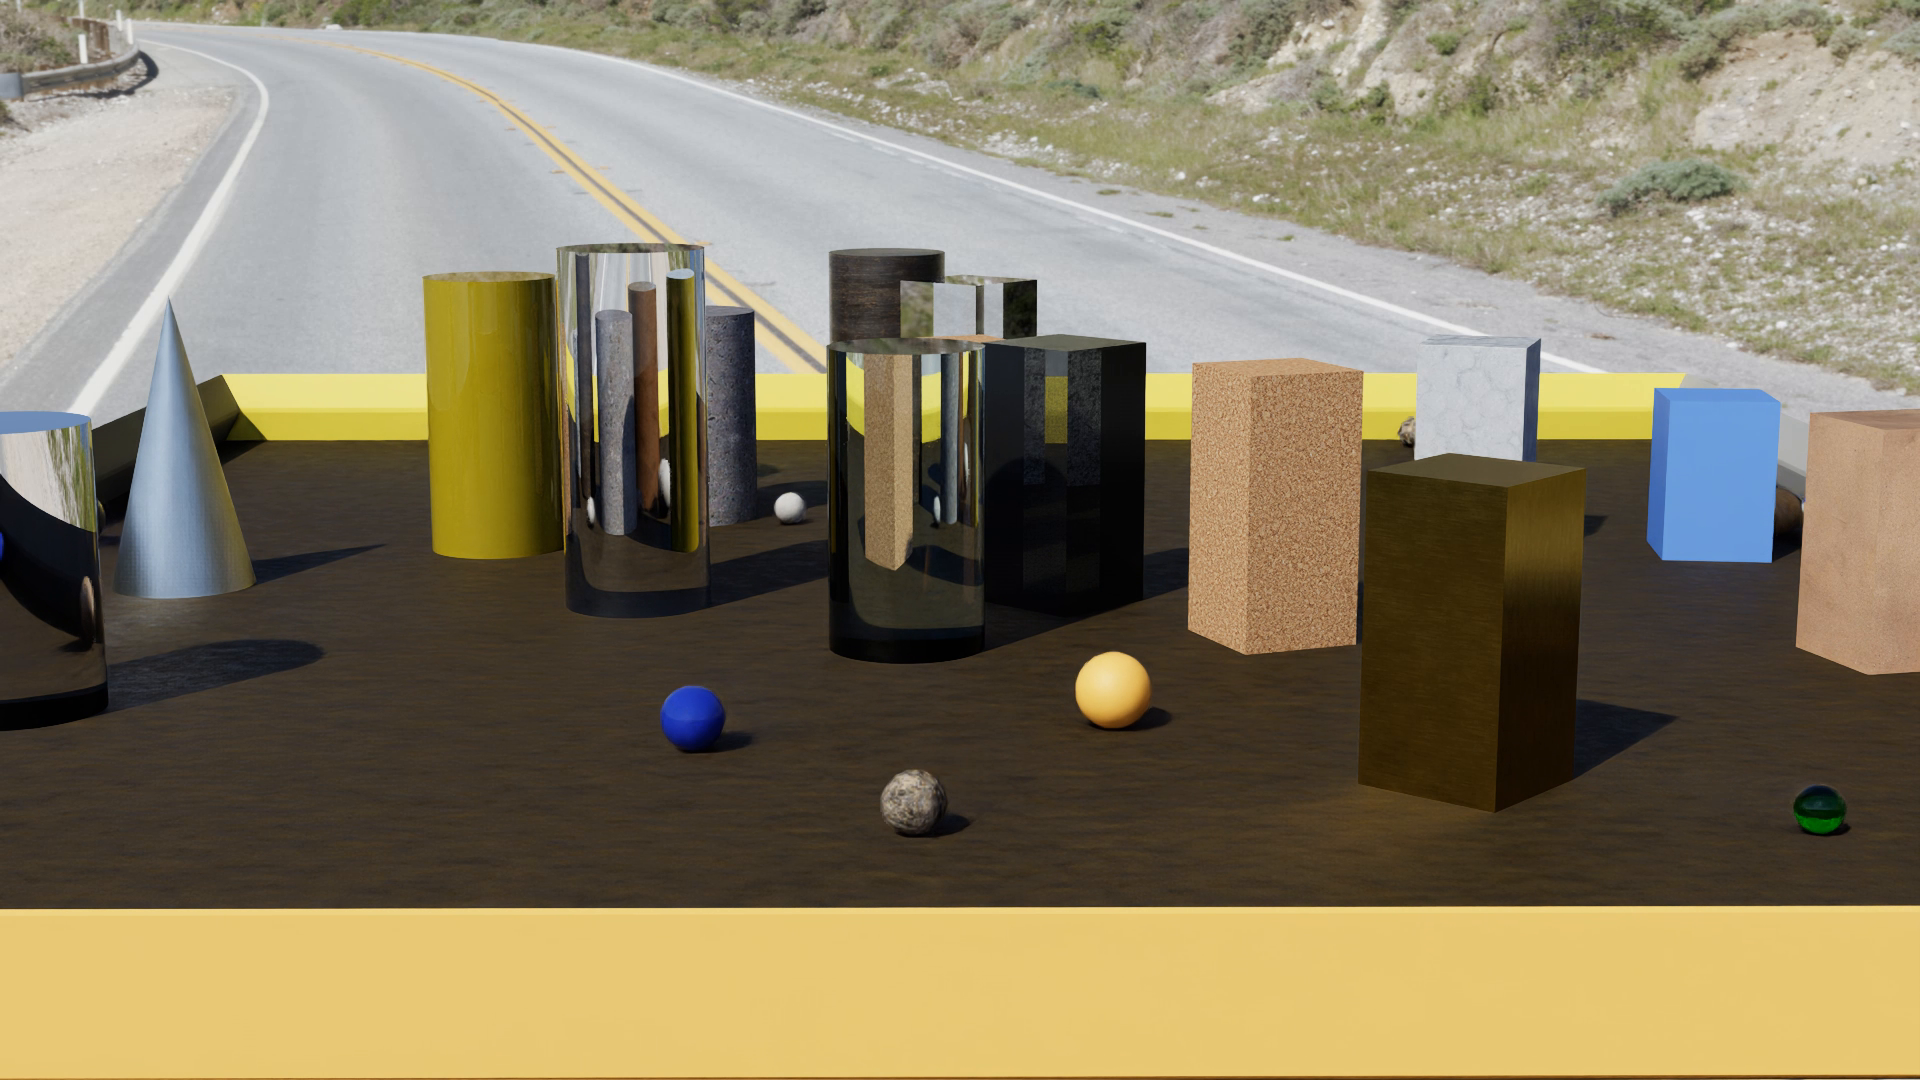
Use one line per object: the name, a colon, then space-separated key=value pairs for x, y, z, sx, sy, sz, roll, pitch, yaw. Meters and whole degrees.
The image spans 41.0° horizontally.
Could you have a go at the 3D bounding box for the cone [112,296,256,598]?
cone: x=-1.102 y=-0.140 z=3.610 sx=0.198 sy=0.412 sz=0.198 roll=0 pitch=10 yaw=0

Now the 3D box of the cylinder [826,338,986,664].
cylinder: x=-0.067 y=-0.053 z=3.225 sx=0.198 sy=0.382 sz=0.198 roll=0 pitch=10 yaw=0

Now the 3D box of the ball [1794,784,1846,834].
ball: x=0.825 y=0.258 z=2.462 sx=0.048 sy=0.048 sz=0.048 roll=0 pitch=10 yaw=0

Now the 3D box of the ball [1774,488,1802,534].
ball: x=1.281 y=-0.045 z=4.027 sx=0.075 sy=0.075 sz=0.075 roll=0 pitch=10 yaw=0

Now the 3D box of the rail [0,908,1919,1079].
rail: x=0.009 y=0.324 z=1.874 sx=2.877 sy=0.129 sz=0.045 roll=0 pitch=10 yaw=0

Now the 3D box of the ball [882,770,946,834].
ball: x=-0.044 y=0.251 z=2.458 sx=0.063 sy=0.063 sz=0.063 roll=0 pitch=10 yaw=0

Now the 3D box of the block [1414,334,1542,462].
block: x=0.780 y=-0.141 z=3.872 sx=0.159 sy=0.319 sz=0.159 roll=4 pitch=11 yaw=20

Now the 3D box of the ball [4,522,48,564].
ball: x=-1.379 y=0.005 z=3.791 sx=0.061 sy=0.061 sz=0.061 roll=0 pitch=10 yaw=0

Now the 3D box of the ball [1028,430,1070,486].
ball: x=0.144 y=-0.143 z=4.486 sx=0.099 sy=0.099 sz=0.099 roll=0 pitch=10 yaw=0

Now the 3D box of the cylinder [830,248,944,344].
cylinder: x=-0.125 y=-0.287 z=4.406 sx=0.198 sy=0.413 sz=0.198 roll=0 pitch=10 yaw=0

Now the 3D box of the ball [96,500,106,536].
ball: x=-1.353 y=-0.032 z=3.937 sx=0.081 sy=0.081 sz=0.081 roll=0 pitch=10 yaw=0

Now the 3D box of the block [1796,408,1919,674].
block: x=1.157 y=-0.001 z=3.172 sx=0.159 sy=0.299 sz=0.159 roll=-3 pitch=11 yaw=-14

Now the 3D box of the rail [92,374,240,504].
rail: x=-1.415 y=0.035 z=3.441 sx=0.045 sy=0.129 sz=3.250 roll=0 pitch=10 yaw=0

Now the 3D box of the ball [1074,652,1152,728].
ball: x=0.171 y=0.167 z=2.853 sx=0.085 sy=0.085 sz=0.085 roll=0 pitch=10 yaw=0

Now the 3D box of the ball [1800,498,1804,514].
ball: x=1.387 y=-0.055 z=4.160 sx=0.046 sy=0.046 sz=0.046 roll=0 pitch=10 yaw=0

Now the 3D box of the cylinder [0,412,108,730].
cylinder: x=-1.079 y=0.031 z=2.908 sx=0.198 sy=0.331 sz=0.198 roll=0 pitch=10 yaw=0

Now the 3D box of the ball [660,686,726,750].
ball: x=-0.288 y=0.192 z=2.759 sx=0.071 sy=0.071 sz=0.071 roll=0 pitch=10 yaw=0

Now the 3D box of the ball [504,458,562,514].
ball: x=-0.700 y=-0.088 z=4.205 sx=0.094 sy=0.094 sz=0.094 roll=0 pitch=10 yaw=0

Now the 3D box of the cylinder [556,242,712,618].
cylinder: x=-0.441 y=-0.152 z=3.475 sx=0.198 sy=0.485 sz=0.198 roll=0 pitch=10 yaw=0

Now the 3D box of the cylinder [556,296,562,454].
cylinder: x=-0.629 y=-0.253 z=4.351 sx=0.198 sy=0.364 sz=0.198 roll=0 pitch=10 yaw=0

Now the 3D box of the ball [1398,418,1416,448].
ball: x=0.873 y=-0.206 z=4.949 sx=0.056 sy=0.056 sz=0.056 roll=0 pitch=10 yaw=0

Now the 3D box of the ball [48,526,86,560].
ball: x=-1.330 y=0.005 z=3.820 sx=0.051 sy=0.051 sz=0.051 roll=0 pitch=10 yaw=0

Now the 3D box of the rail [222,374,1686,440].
rail: x=-0.009 y=-0.258 z=5.023 sx=2.877 sy=0.129 sz=0.045 roll=0 pitch=10 yaw=0

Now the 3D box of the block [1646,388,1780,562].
block: x=1.135 y=-0.100 z=3.871 sx=0.159 sy=0.239 sz=0.159 roll=1 pitch=11 yaw=7

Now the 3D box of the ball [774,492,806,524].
ball: x=-0.273 y=-0.051 z=4.122 sx=0.051 sy=0.051 sz=0.051 roll=0 pitch=10 yaw=0

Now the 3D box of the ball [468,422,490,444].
ball: x=-0.936 y=-0.206 z=4.983 sx=0.043 sy=0.043 sz=0.043 roll=0 pitch=10 yaw=0

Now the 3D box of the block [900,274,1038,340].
block: x=0.015 y=-0.237 z=4.219 sx=0.159 sy=0.381 sz=0.159 roll=9 pitch=14 yaw=39

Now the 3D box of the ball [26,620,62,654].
ball: x=-1.146 y=0.122 z=3.208 sx=0.043 sy=0.043 sz=0.043 roll=0 pitch=10 yaw=0

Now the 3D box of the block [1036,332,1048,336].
block: x=0.093 y=-0.238 z=4.591 sx=0.159 sy=0.249 sz=0.159 roll=-5 pitch=12 yaw=-27

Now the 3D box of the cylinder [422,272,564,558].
cylinder: x=-0.708 y=-0.193 z=3.893 sx=0.198 sy=0.413 sz=0.198 roll=0 pitch=10 yaw=0

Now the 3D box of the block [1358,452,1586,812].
block: x=0.520 y=0.089 z=2.612 sx=0.159 sy=0.326 sz=0.159 roll=9 pitch=14 yaw=40

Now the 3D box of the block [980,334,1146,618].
block: x=0.140 y=-0.092 z=3.503 sx=0.159 sy=0.357 sz=0.159 roll=10 pitch=15 yaw=43

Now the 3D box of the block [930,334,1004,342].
block: x=-0.003 y=-0.142 z=3.883 sx=0.159 sy=0.317 sz=0.159 roll=-5 pitch=12 yaw=-24

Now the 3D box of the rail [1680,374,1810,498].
rail: x=1.415 y=0.032 z=3.457 sx=0.045 sy=0.129 sz=3.250 roll=0 pitch=10 yaw=0

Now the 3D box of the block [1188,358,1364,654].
block: x=0.401 y=-0.047 z=3.280 sx=0.159 sy=0.350 sz=0.159 roll=-4 pitch=11 yaw=-22

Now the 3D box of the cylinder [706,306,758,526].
cylinder: x=-0.430 y=-0.204 z=4.166 sx=0.198 sy=0.336 sz=0.198 roll=0 pitch=10 yaw=0

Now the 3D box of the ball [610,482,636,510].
ball: x=-0.556 y=-0.073 z=4.254 sx=0.046 sy=0.046 sz=0.046 roll=0 pitch=10 yaw=0
